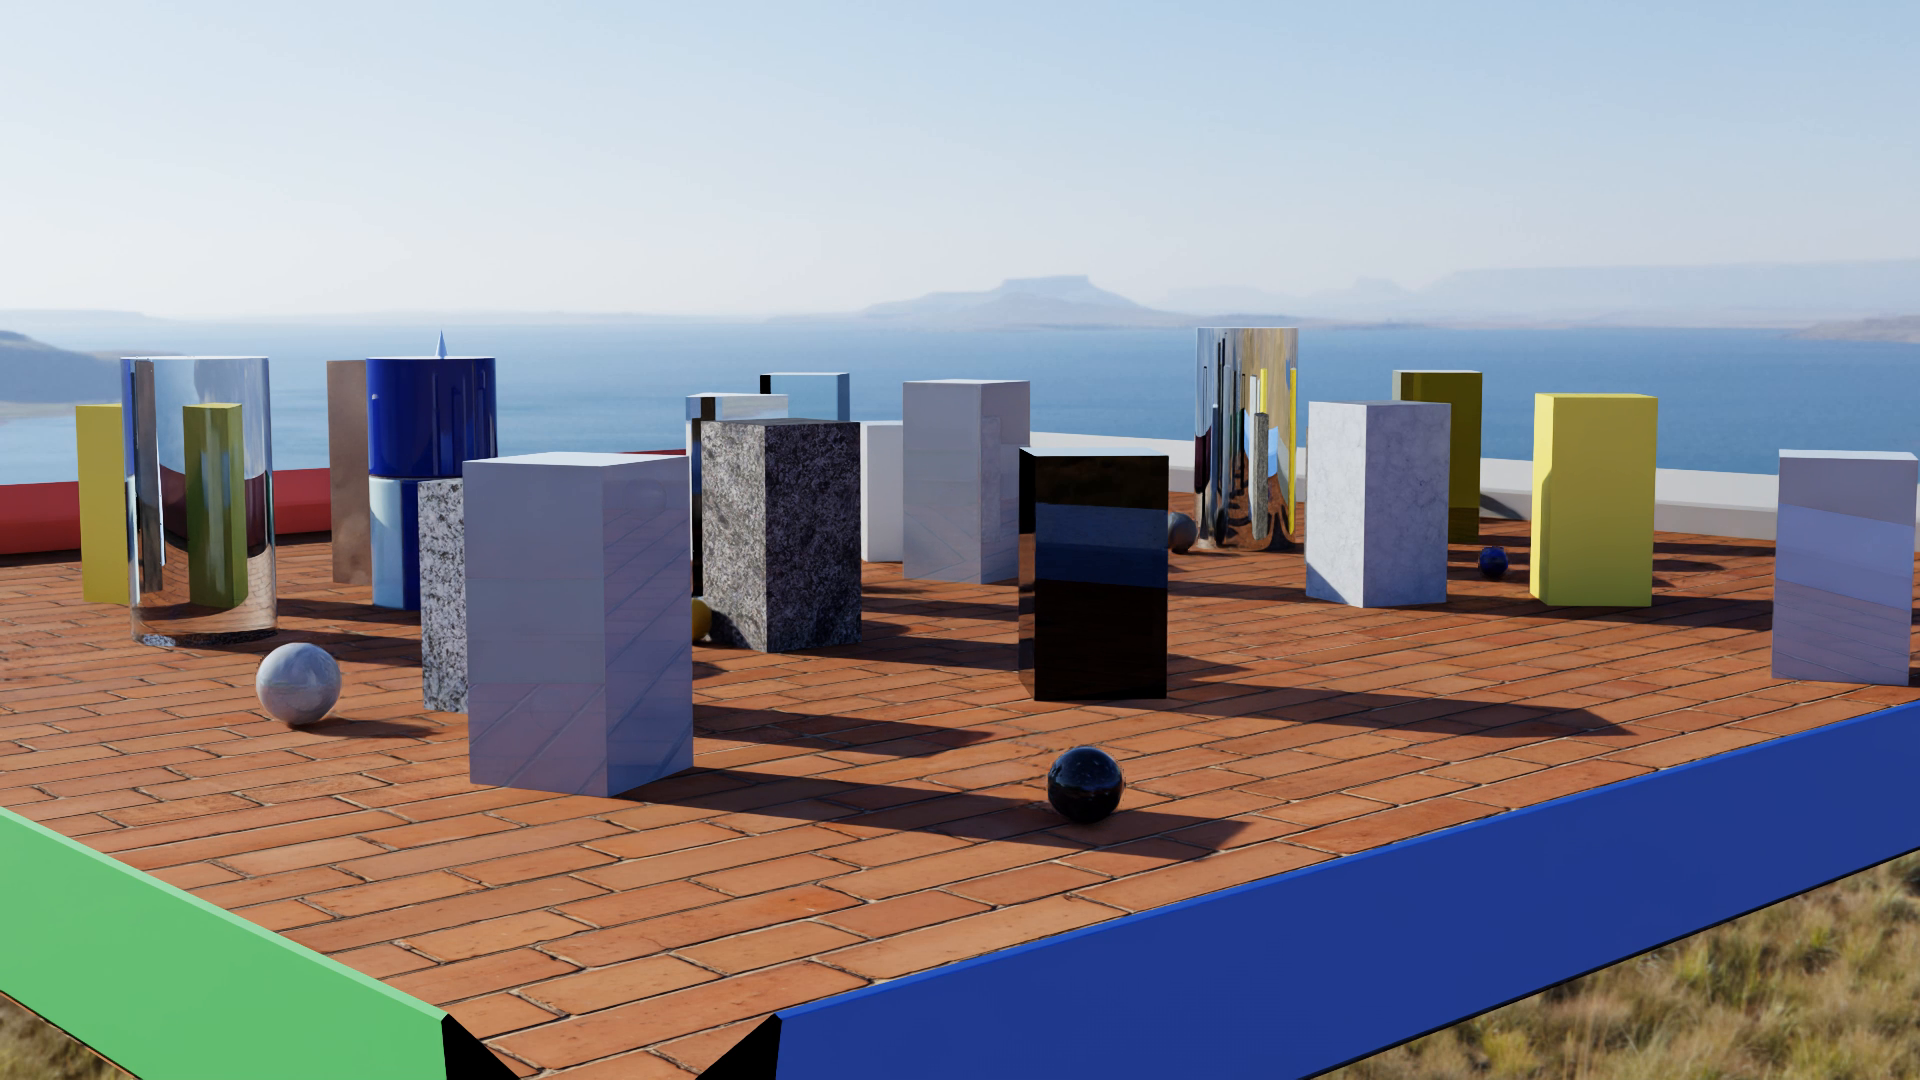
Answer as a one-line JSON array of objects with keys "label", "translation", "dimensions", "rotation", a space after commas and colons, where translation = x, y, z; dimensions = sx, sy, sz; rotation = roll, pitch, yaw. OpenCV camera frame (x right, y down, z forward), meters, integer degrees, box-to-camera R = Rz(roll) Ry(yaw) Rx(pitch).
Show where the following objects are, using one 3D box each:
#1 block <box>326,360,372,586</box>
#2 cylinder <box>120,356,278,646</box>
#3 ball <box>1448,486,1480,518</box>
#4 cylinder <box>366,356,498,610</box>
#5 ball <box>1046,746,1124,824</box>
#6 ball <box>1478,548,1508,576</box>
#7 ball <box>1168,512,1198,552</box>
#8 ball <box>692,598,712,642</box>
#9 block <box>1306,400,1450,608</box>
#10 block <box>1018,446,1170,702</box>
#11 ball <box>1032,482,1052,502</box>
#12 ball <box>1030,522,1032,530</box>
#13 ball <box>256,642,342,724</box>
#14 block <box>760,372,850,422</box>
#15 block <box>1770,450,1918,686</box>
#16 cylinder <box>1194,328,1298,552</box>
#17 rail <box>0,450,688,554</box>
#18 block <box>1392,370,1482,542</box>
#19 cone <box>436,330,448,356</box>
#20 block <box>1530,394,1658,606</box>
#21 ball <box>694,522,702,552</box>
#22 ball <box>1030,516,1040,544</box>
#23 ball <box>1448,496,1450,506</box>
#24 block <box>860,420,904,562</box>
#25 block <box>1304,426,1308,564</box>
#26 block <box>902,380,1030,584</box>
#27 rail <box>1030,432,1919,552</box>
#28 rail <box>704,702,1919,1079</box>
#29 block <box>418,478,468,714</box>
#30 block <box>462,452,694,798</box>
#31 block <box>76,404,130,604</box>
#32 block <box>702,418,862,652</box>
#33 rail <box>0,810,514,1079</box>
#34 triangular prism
[{"label": "block", "translation": [-0.916, -0.112, 3.586], "dimensions": [0.152, 0.360, 0.152], "rotation": [4, 7, 32]}, {"label": "cylinder", "translation": [-1.029, -0.057, 2.977], "dimensions": [0.190, 0.378, 0.190], "rotation": [0, 6, 0]}, {"label": "ball", "translation": [1.068, -0.079, 4.660], "dimensions": [0.069, 0.069, 0.069], "rotation": [0, 6, 0]}, {"label": "cylinder", "translation": [-0.794, -0.090, 3.321], "dimensions": [0.190, 0.370, 0.190], "rotation": [0, 6, 0]}, {"label": "ball", "translation": [0.108, 0.212, 1.906], "dimensions": [0.067, 0.067, 0.067], "rotation": [0, 6, 0]}, {"label": "ball", "translation": [0.888, 0.037, 3.662], "dimensions": [0.048, 0.048, 0.048], "rotation": [0, 6, 0]}, {"label": "ball", "translation": [0.396, -0.014, 4.015], "dimensions": [0.073, 0.073, 0.073], "rotation": [0, 6, 0]}, {"label": "ball", "translation": [-0.361, 0.107, 2.934], "dimensions": [0.061, 0.061, 0.061], "rotation": [0, 6, 0]}, {"label": "block", "translation": [0.638, -0.059, 3.362], "dimensions": [0.152, 0.301, 0.152], "rotation": [-3, 7, -24]}, {"label": "block", "translation": [0.153, 0.036, 2.568], "dimensions": [0.152, 0.279, 0.152], "rotation": [-1, 6, -5]}, {"label": "ball", "translation": [0.190, -0.112, 5.087], "dimensions": [0.044, 0.044, 0.044], "rotation": [0, 6, 0]}, {"label": "ball", "translation": [0.090, -0.028, 4.093], "dimensions": [0.085, 0.085, 0.085], "rotation": [0, 6, 0]}, {"label": "ball", "translation": [-0.710, 0.153, 2.361], "dimensions": [0.088, 0.088, 0.088], "rotation": [0, 6, 0]}, {"label": "block", "translation": [-0.308, -0.175, 4.402], "dimensions": [0.152, 0.314, 0.152], "rotation": [1, 6, 7]}, {"label": "block", "translation": [1.076, 0.029, 2.685], "dimensions": [0.152, 0.267, 0.152], "rotation": [2, 6, 20]}, {"label": "cylinder", "translation": [0.534, -0.192, 4.108], "dimensions": [0.190, 0.408, 0.190], "rotation": [0, 6, 0]}, {"label": "rail", "translation": [-1.112, -0.094, 4.531], "dimensions": [3.519, 0.124, 0.045], "rotation": [-6, 8, -42]}, {"label": "block", "translation": [0.919, -0.165, 4.258], "dimensions": [0.152, 0.323, 0.152], "rotation": [1, 6, 5]}, {"label": "cone", "translation": [-0.936, -0.179, 3.989], "dimensions": [0.190, 0.408, 0.190], "rotation": [0, 6, 0]}, {"label": "block", "translation": [0.965, -0.064, 3.357], "dimensions": [0.152, 0.313, 0.152], "rotation": [0, 6, 5]}, {"label": "ball", "translation": [-0.451, -0.005, 3.983], "dimensions": [0.063, 0.063, 0.063], "rotation": [0, 6, 0]}, {"label": "ball", "translation": [0.125, -0.020, 4.154], "dimensions": [0.056, 0.056, 0.056], "rotation": [0, 6, 0]}, {"label": "ball", "translation": [0.986, -0.082, 4.618], "dimensions": [0.083, 0.083, 0.083], "rotation": [0, 6, 0]}, {"label": "block", "translation": [-0.107, -0.090, 3.947], "dimensions": [0.152, 0.240, 0.152], "rotation": [-1, 6, -14]}, {"label": "block", "translation": [0.674, -0.070, 3.768], "dimensions": [0.152, 0.238, 0.152], "rotation": [0, 6, 4]}, {"label": "block", "translation": [0.011, -0.101, 3.643], "dimensions": [0.152, 0.324, 0.152], "rotation": [4, 7, 33]}, {"label": "rail", "translation": [1.276, -0.091, 4.503], "dimensions": [0.045, 0.124, 3.328], "rotation": [-6, 8, -42]}, {"label": "rail", "translation": [1.112, 0.159, 2.133], "dimensions": [3.519, 0.124, 0.045], "rotation": [-6, 8, -42]}, {"label": "block", "translation": [-0.494, 0.059, 2.465], "dimensions": [0.152, 0.254, 0.152], "rotation": [3, 7, 30]}, {"label": "block", "translation": [-0.360, 0.074, 2.090], "dimensions": [0.152, 0.303, 0.152], "rotation": [3, 7, 24]}, {"label": "block", "translation": [-1.235, -0.059, 3.373], "dimensions": [0.152, 0.298, 0.152], "rotation": [3, 7, 25]}, {"label": "block", "translation": [-0.239, -0.011, 2.940], "dimensions": [0.152, 0.294, 0.152], "rotation": [-5, 8, -39]}, {"label": "rail", "translation": [-1.276, 0.156, 2.161], "dimensions": [0.045, 0.124, 3.328], "rotation": [-6, 8, -42]}, {"label": "triangular prism", "translation": [-0.369, -0.072, 3.439], "dimensions": [0.165, 0.311, 0.143], "rotation": [-3, 7, -26]}]
